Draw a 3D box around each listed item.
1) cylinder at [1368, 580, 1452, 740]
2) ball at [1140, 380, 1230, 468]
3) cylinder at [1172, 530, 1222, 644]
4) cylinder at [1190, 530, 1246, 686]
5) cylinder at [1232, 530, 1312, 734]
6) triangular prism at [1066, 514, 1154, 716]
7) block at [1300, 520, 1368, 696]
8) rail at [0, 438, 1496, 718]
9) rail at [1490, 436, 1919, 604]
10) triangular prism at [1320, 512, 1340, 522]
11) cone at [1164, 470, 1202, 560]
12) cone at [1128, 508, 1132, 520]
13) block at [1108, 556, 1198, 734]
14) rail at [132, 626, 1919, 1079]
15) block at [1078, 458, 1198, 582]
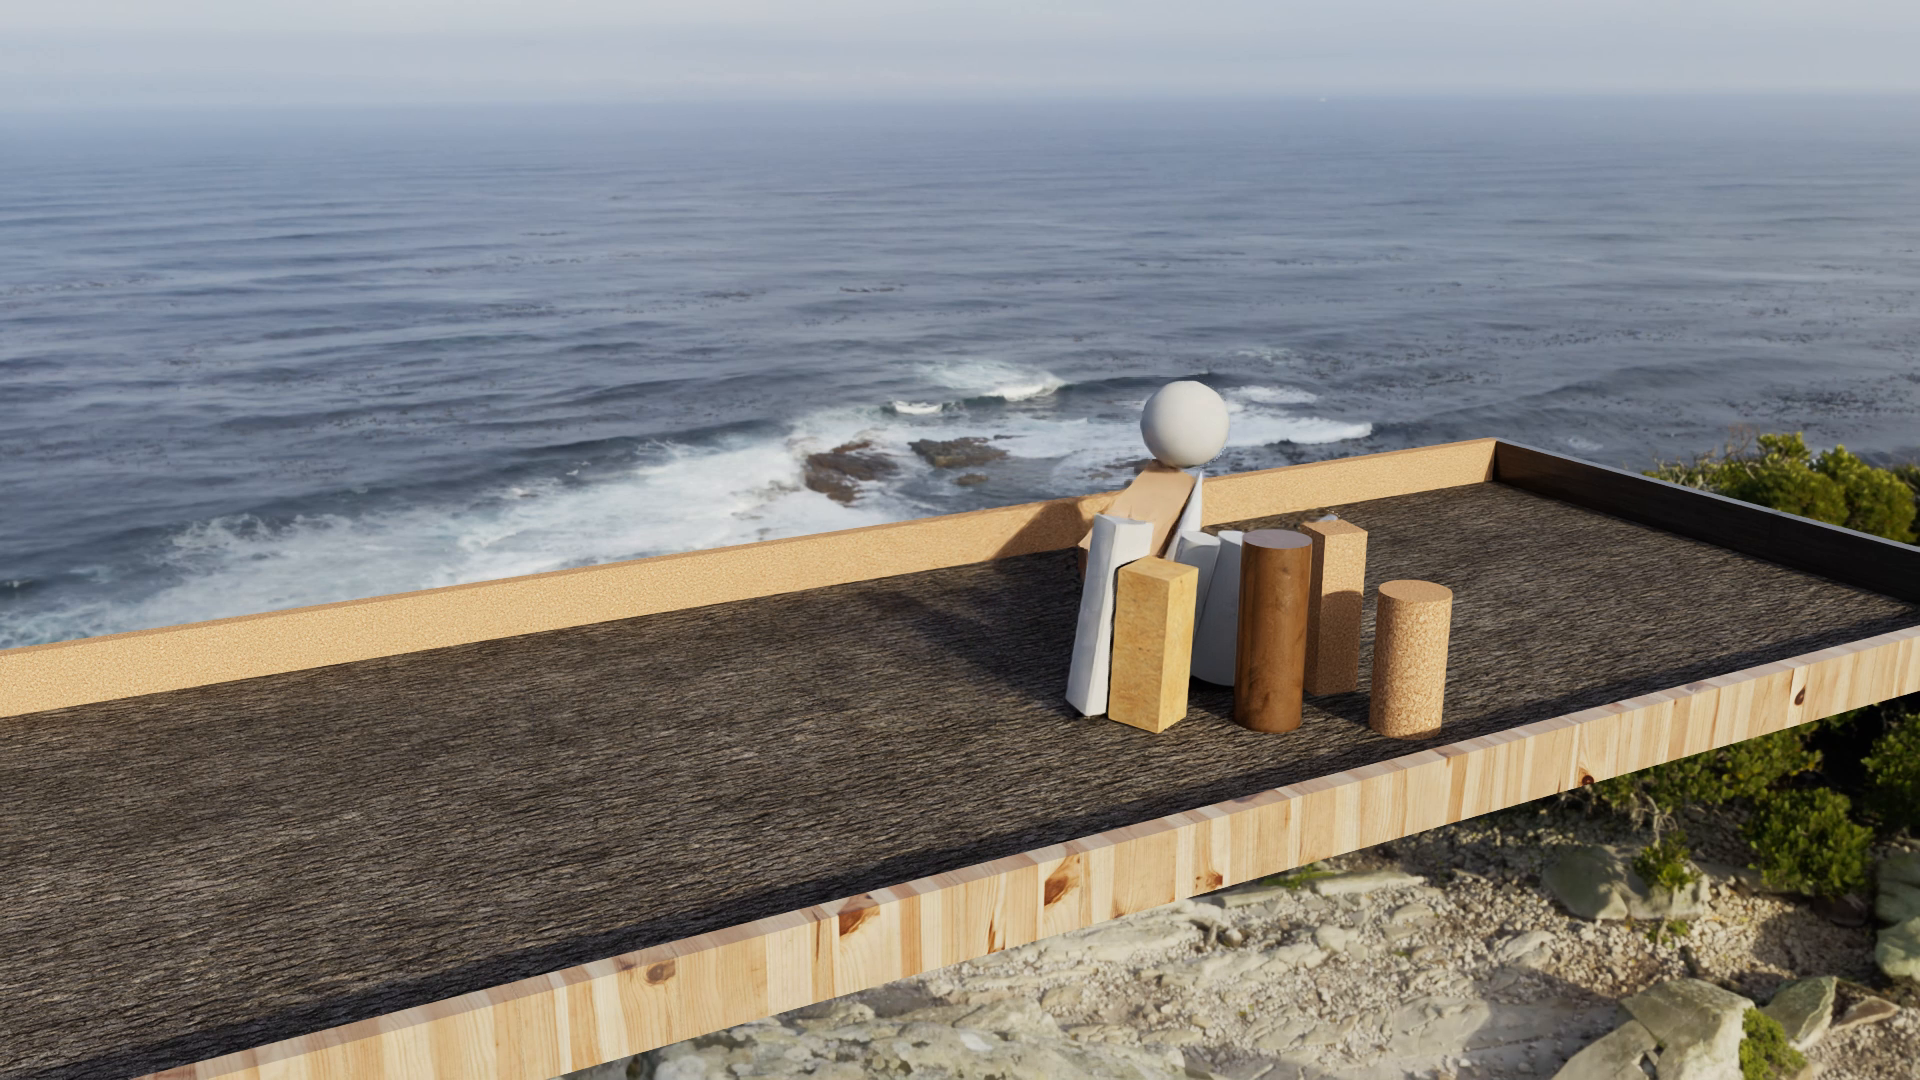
[{"bbox_3d":[1.042,0.276,3.821,0.164,0.335,0.164,0,16,0],"label":"cylinder"},{"bbox_3d":[0.649,-0.333,4.758,0.255,0.255,0.255,0,16,0],"label":"ball"},{"bbox_3d":[0.548,0.170,4.084,0.102,0.378,0.102,11,18,-4],"label":"cylinder"},{"bbox_3d":[0.677,0.169,4.106,0.157,0.355,0.157,11,15,-3],"label":"cylinder"},{"bbox_3d":[0.727,0.212,3.842,0.159,0.447,0.159,0,16,0],"label":"cylinder"},{"bbox_3d":[0.333,0.173,3.915,0.121,0.459,0.139,16,12,41],"label":"triangular prism"},{"bbox_3d":[0.908,0.166,4.061,0.115,0.410,0.115,-5,17,-18],"label":"block"},{"bbox_3d":[-3.305,0.497,3.399,12.000,0.150,0.050,-9,18,-27],"label":"rail"},{"bbox_3d":[2.466,-0.048,5.253,0.050,0.150,2.100,-9,18,-27],"label":"rail"},{"bbox_3d":[0.879,0.092,4.363,0.117,0.380,0.135,47,0,33],"label":"triangular prism"},{"bbox_3d":[0.655,-0.026,4.726,0.143,0.386,0.143,13,-12,3],"label":"cone"},{"bbox_3d":[0.405,0.124,4.135,0.153,0.428,0.153,6,8,-1],"label":"cone"},{"bbox_3d":[0.451,0.243,3.856,0.134,0.373,0.134,14,21,34],"label":"block"},{"bbox_3d":[-2.336,1.006,1.665,12.000,0.150,0.050,-9,18,-27],"label":"rail"},{"bbox_3d":[0.524,-0.028,4.785,0.163,0.163,0.396,28,59,26],"label":"block"}]
